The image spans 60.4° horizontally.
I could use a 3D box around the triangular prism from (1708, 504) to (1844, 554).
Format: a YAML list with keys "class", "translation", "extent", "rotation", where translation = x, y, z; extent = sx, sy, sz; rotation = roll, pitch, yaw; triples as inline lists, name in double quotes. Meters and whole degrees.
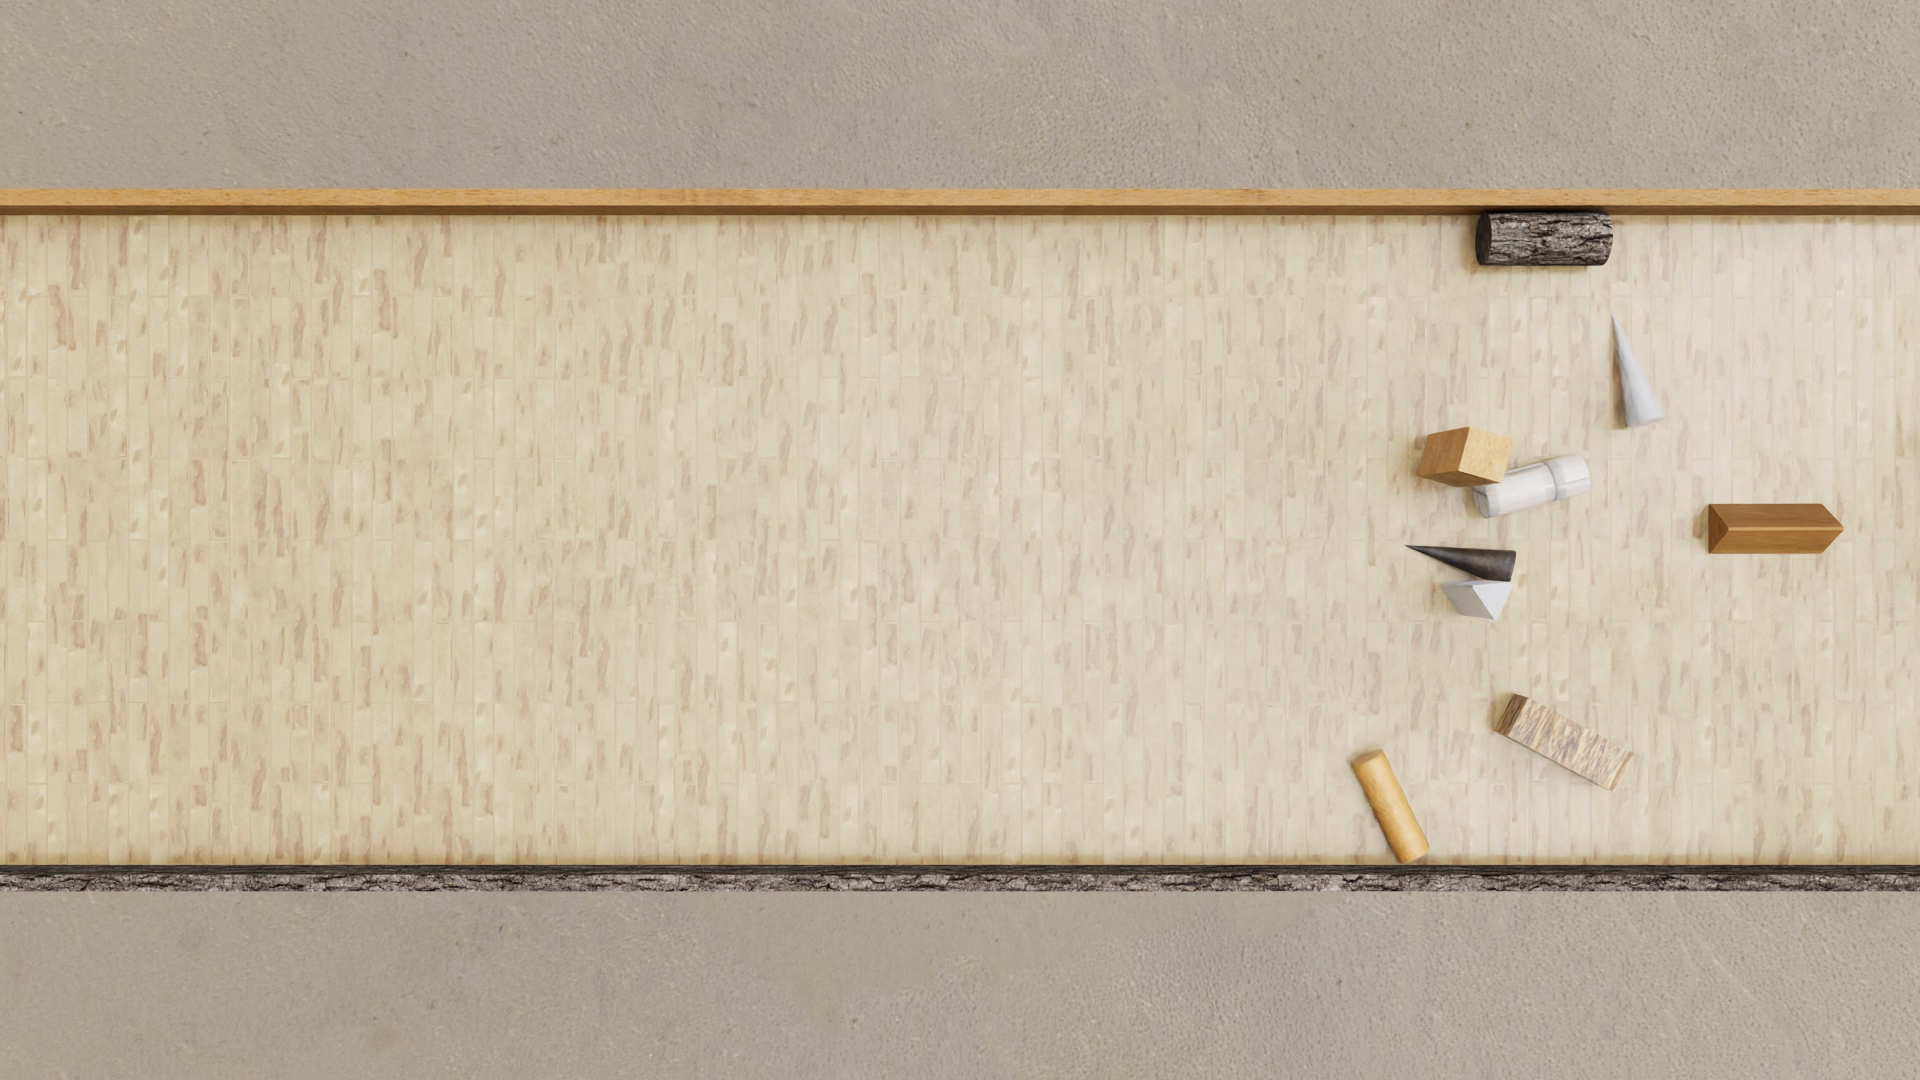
- class: "triangular prism"
  translation: [2.476, -0.034, 5.008]
  extent: [0.345, 0.130, 0.150]
  rotation: [0, 90, 0]

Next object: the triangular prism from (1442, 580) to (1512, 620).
- class: "triangular prism"
  translation: [1.555, 0.154, 4.920]
  extent: [0.102, 0.312, 0.118]
  rotation: [-34, 90, -1]

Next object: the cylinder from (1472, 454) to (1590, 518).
- class: "cylinder"
  translation: [1.735, -0.164, 5.014]
  extent: [0.314, 0.125, 0.125]
  rotation: [-15, 90, 0]

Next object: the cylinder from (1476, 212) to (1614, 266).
- class: "cylinder"
  translation: [1.767, -0.912, 4.997]
  extent: [0.362, 0.160, 0.160]
  rotation: [0, 90, 0]

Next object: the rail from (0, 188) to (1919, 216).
- class: "rail"
  translation: [-2.247, -1.025, 5.002]
  extent: [12.000, 0.150, 0.050]
  rotation: [0, 90, 0]

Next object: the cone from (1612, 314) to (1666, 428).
- class: "cone"
  translation: [2.047, -0.533, 5.048]
  extent: [0.114, 0.114, 0.367]
  rotation: [-14, 81, 0]

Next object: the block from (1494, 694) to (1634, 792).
- class: "block"
  translation: [1.834, 0.615, 5.011]
  extent: [0.361, 0.131, 0.131]
  rotation: [28, 90, 0]

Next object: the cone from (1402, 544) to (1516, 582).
- class: "cone"
  translation: [1.519, 0.052, 5.047]
  extent: [0.328, 0.120, 0.120]
  rotation: [13, 90, 10]

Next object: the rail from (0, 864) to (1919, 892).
- class: "rail"
  translation: [-2.247, 1.025, 5.001]
  extent: [12.000, 0.150, 0.050]
  rotation: [0, 90, 0]

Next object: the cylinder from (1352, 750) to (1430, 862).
- class: "cylinder"
  translation: [1.314, 0.810, 5.026]
  extent: [0.102, 0.102, 0.329]
  rotation: [-26, 90, 0]

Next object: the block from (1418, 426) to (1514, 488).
- class: "block"
  translation: [1.495, -0.244, 4.894]
  extent: [0.132, 0.356, 0.132]
  rotation: [16, 89, -3]
